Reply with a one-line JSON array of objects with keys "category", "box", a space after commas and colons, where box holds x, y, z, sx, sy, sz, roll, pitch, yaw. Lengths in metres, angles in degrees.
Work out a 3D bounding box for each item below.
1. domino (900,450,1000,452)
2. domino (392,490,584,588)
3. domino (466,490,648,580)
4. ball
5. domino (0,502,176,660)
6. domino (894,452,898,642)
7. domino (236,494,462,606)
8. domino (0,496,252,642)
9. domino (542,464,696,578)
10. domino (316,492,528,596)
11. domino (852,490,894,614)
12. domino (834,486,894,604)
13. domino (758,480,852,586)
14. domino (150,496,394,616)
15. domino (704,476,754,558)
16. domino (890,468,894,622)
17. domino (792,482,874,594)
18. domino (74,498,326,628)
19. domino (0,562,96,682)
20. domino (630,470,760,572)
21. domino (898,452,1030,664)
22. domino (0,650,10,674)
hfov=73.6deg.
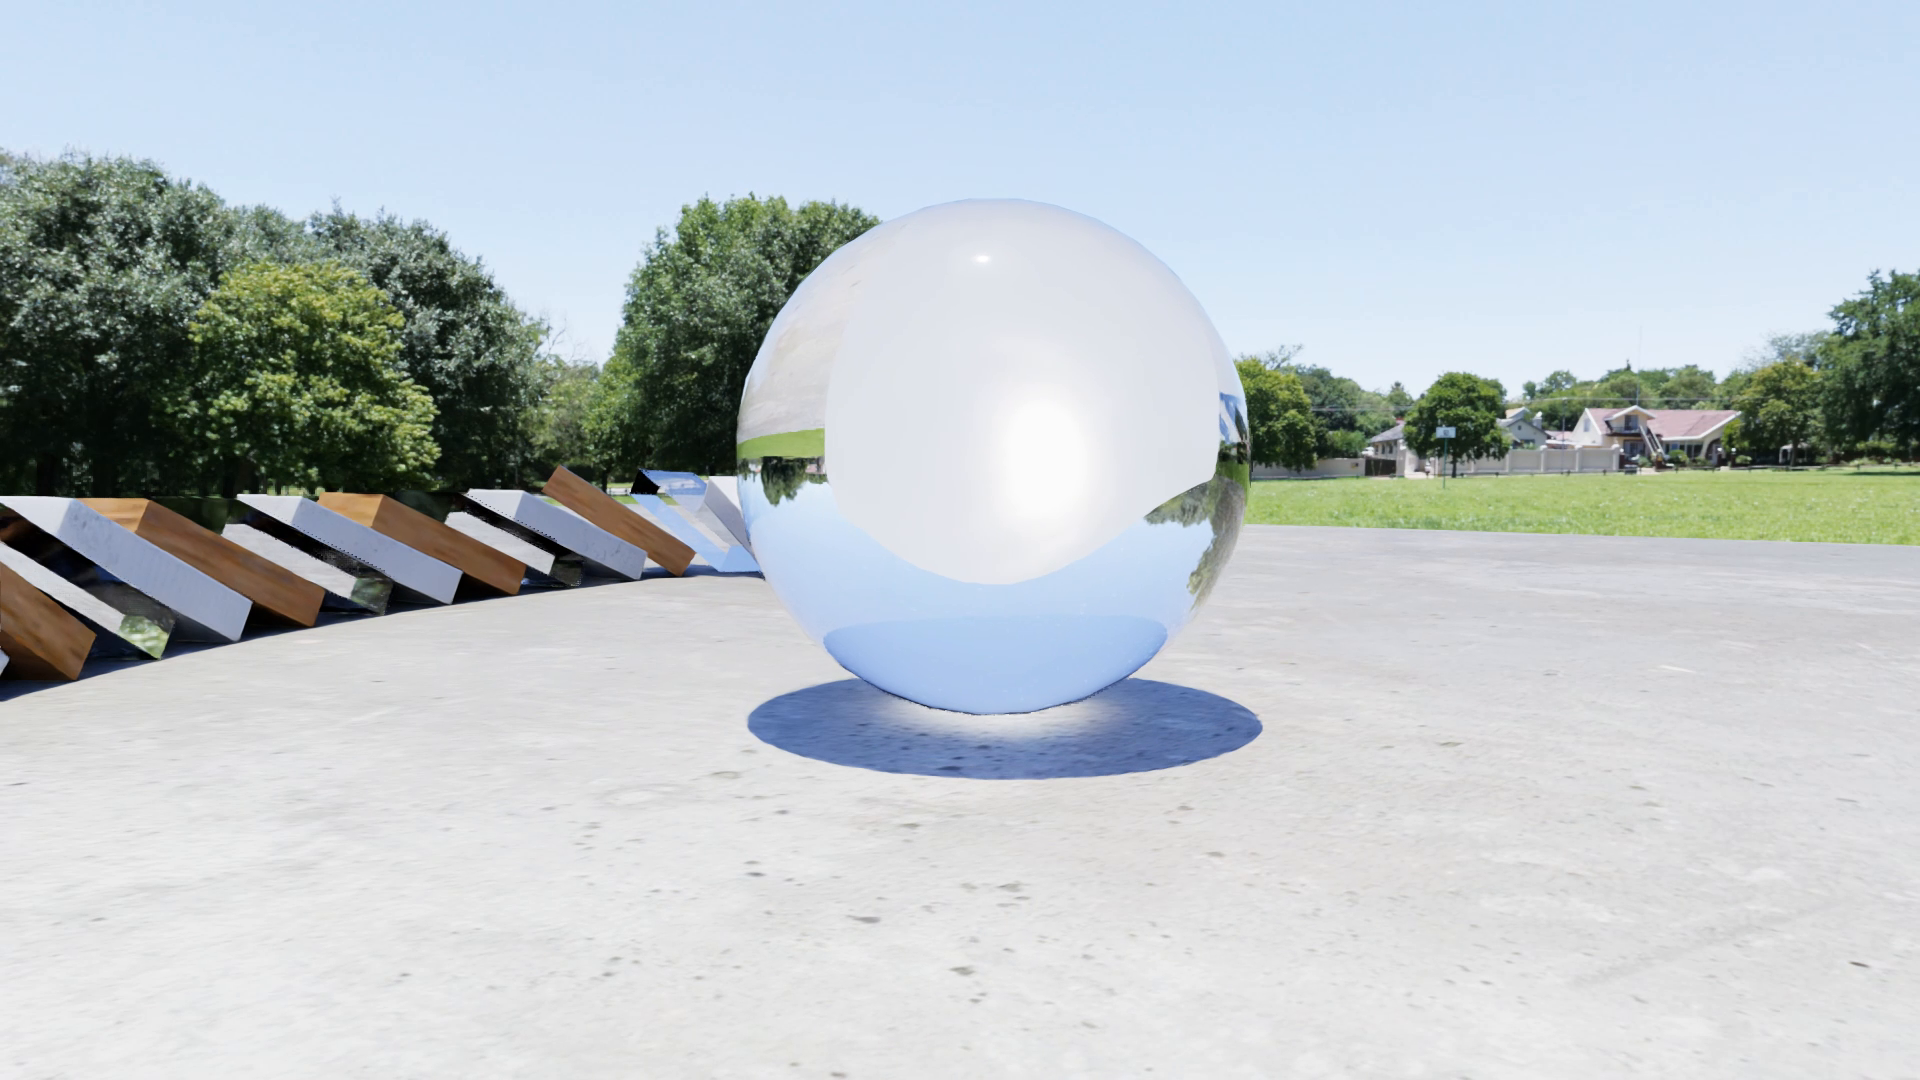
[{"category": "domino", "box": [-0.002, -0.001, 0.305, 0.025, 0.009, 0.050, 0, 47, -3]}, {"category": "domino", "box": [-0.135, 0.000, 0.366, 0.025, 0.009, 0.050, 2, -20, 29]}, {"category": "domino", "box": [-0.122, -0.001, 0.387, 0.025, 0.009, 0.050, 3, -19, 34]}, {"category": "ball", "box": [0.005, -0.013, 0.202, 0.080, 0.080, 0.080, 0, 4, 0]}, {"category": "domino", "box": [-0.172, 0.008, 0.235, 0.025, 0.009, 0.050, 1, -28, 7]}, {"category": "domino", "box": [-0.002, 0.000, 0.291, 0.025, 0.009, 0.050, 0, 47, -3]}, {"category": "domino", "box": [-0.155, 0.003, 0.326, 0.025, 0.009, 0.050, 2, -21, 29]}, {"category": "domino", "box": [-0.171, 0.007, 0.257, 0.025, 0.009, 0.050, 1, -25, 11]}, {"category": "domino", "box": [-0.110, -0.006, 0.413, 0.050, 0.009, 0.025, 34, -6, -16]}, {"category": "domino", "box": [-0.145, 0.002, 0.346, 0.025, 0.009, 0.050, 2, -20, 29]}, {"category": "domino", "box": [-0.013, 0.002, 0.342, 0.025, 0.009, 0.050, -1, 29, -13]}, {"category": "domino", "box": [-0.020, 0.000, 0.364, 0.025, 0.009, 0.050, -1, 30, -14]}, {"category": "domino", "box": [-0.044, -0.003, 0.405, 0.025, 0.009, 0.050, -1, 31, -28]}, {"category": "domino", "box": [-0.162, 0.005, 0.302, 0.025, 0.009, 0.050, 2, -22, 20]}, {"category": "domino", "box": [-0.062, -0.005, 0.422, 0.025, 0.009, 0.050, -2, 31, -39]}, {"category": "domino", "box": [-0.005, 0.000, 0.322, 0.025, 0.009, 0.050, 0, 38, -2]}, {"category": "domino", "box": [-0.032, -0.002, 0.386, 0.025, 0.009, 0.050, -2, 31, -23]}, {"category": "domino", "box": [-0.168, 0.006, 0.280, 0.025, 0.010, 0.050, 1, -23, 18]}, {"category": "domino", "box": [-0.172, 0.008, 0.213, 0.025, 0.009, 0.050, 0, -32, 4]}, {"category": "domino", "box": [-0.086, -0.007, 0.432, 0.050, 0.009, 0.025, 36, 20, 29]}, {"category": "domino", "box": [0.000, 0.002, 0.263, 0.025, 0.010, 0.050, 0, 47, -3]}, {"category": "domino", "box": [-0.171, 0.007, 0.192, 0.025, 0.009, 0.050, 0, -39, 0]}]
